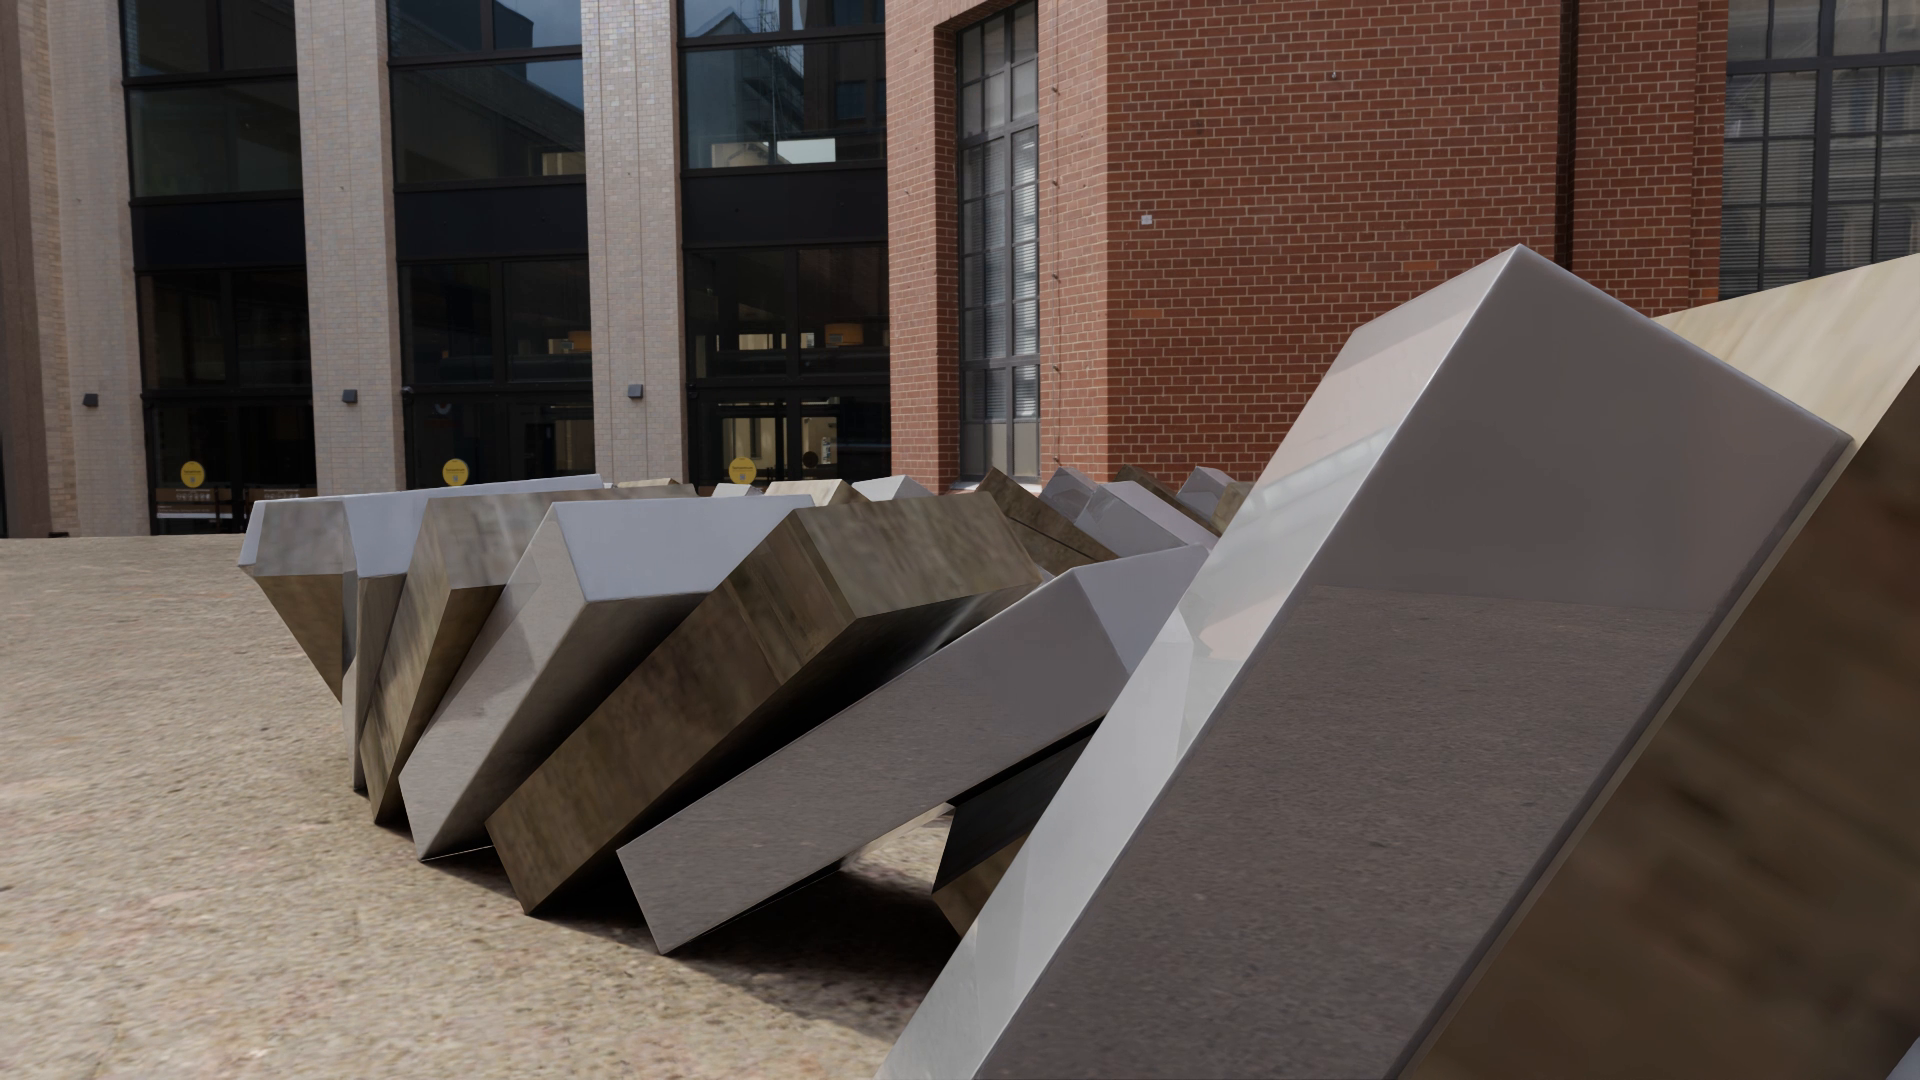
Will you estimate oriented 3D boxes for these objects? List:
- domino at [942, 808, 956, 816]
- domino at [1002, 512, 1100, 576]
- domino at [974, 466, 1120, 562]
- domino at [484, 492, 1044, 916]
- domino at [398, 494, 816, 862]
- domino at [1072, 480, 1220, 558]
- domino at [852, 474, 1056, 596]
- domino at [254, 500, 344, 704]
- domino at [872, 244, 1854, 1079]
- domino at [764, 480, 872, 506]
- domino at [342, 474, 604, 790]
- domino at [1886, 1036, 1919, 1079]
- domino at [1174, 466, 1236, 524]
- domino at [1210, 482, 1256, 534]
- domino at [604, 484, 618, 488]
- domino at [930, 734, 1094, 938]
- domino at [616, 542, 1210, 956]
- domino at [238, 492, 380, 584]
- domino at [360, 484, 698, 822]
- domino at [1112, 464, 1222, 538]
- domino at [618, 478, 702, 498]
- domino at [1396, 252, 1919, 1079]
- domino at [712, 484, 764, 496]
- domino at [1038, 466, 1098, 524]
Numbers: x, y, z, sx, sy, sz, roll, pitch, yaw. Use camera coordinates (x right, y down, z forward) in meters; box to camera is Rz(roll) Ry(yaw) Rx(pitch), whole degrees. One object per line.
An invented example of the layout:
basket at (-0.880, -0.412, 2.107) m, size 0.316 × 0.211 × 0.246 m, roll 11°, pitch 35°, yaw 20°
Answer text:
domino at (0.000, 0.025, 0.172) m, size 0.025 × 0.009 × 0.050 m, roll 0°, pitch 4°, yaw 0°
domino at (0.023, 0.007, 0.254) m, size 0.050 × 0.009 × 0.025 m, roll 27°, pitch 3°, yaw 7°
domino at (0.026, 0.000, 0.322) m, size 0.050 × 0.009 × 0.025 m, roll 36°, pitch 4°, yaw -2°
domino at (-0.018, 0.015, 0.114) m, size 0.050 × 0.009 × 0.025 m, roll -42°, pitch -19°, yaw 31°
domino at (-0.035, 0.014, 0.125) m, size 0.025 × 0.009 × 0.050 m, roll -4°, pitch -32°, yaw -41°
domino at (0.048, 0.006, 0.251) m, size 0.050 × 0.009 × 0.025 m, roll 36°, pitch 17°, yaw 17°
domino at (0.003, 0.006, 0.236) m, size 0.050 × 0.009 × 0.025 m, roll 34°, pitch -15°, yaw -21°
domino at (-0.069, 0.012, 0.167) m, size 0.025 × 0.010 × 0.050 m, roll -2°, pitch -30°, yaw -11°
domino at (0.007, 0.015, 0.048) m, size 0.010 × 0.050 × 0.025 m, roll 32°, pitch 8°, yaw 4°
domino at (-0.010, 0.007, 0.224) m, size 0.050 × 0.009 × 0.025 m, roll 37°, pitch -19°, yaw -29°
domino at (-0.057, 0.012, 0.148) m, size 0.025 × 0.009 × 0.050 m, roll -8°, pitch -29°, yaw -30°
domino at (0.029, 0.016, 0.043) m, size 0.009 × 0.050 × 0.025 m, roll 32°, pitch 8°, yaw 4°
domino at (0.079, 0.000, 0.317) m, size 0.050 × 0.009 × 0.025 m, roll 38°, pitch 15°, yaw 18°
domino at (0.074, 0.007, 0.247) m, size 0.025 × 0.010 × 0.050 m, roll -3°, pitch 38°, yaw -35°
domino at (-0.062, 0.005, 0.266) m, size 0.025 × 0.009 × 0.050 m, roll 2°, pitch -27°, yaw 43°
domino at (0.022, 0.016, 0.108) m, size 0.050 × 0.009 × 0.025 m, roll -35°, pitch 2°, yaw 7°
domino at (-0.002, 0.017, 0.107) m, size 0.050 × 0.009 × 0.025 m, roll -34°, pitch -13°, yaw 28°
domino at (-0.076, 0.010, 0.184) m, size 0.025 × 0.009 × 0.050 m, roll -4°, pitch -29°, yaw 2°
domino at (-0.046, 0.013, 0.136) m, size 0.025 × 0.009 × 0.050 m, roll -5°, pitch -30°, yaw -36°
domino at (0.061, 0.000, 0.322) m, size 0.050 × 0.010 × 0.025 m, roll 37°, pitch 11°, yaw 14°
domino at (-0.051, 0.004, 0.281) m, size 0.050 × 0.009 × 0.025 m, roll 35°, pitch -21°, yaw -33°
domino at (0.018, 0.015, 0.046) m, size 0.009 × 0.050 × 0.025 m, roll 32°, pitch 8°, yaw 4°
domino at (-0.033, 0.003, 0.296) m, size 0.050 × 0.009 × 0.025 m, roll 31°, pitch -11°, yaw -25°
domino at (0.044, 0.000, 0.325) m, size 0.050 × 0.009 × 0.025 m, roll 36°, pitch 10°, yaw 9°
